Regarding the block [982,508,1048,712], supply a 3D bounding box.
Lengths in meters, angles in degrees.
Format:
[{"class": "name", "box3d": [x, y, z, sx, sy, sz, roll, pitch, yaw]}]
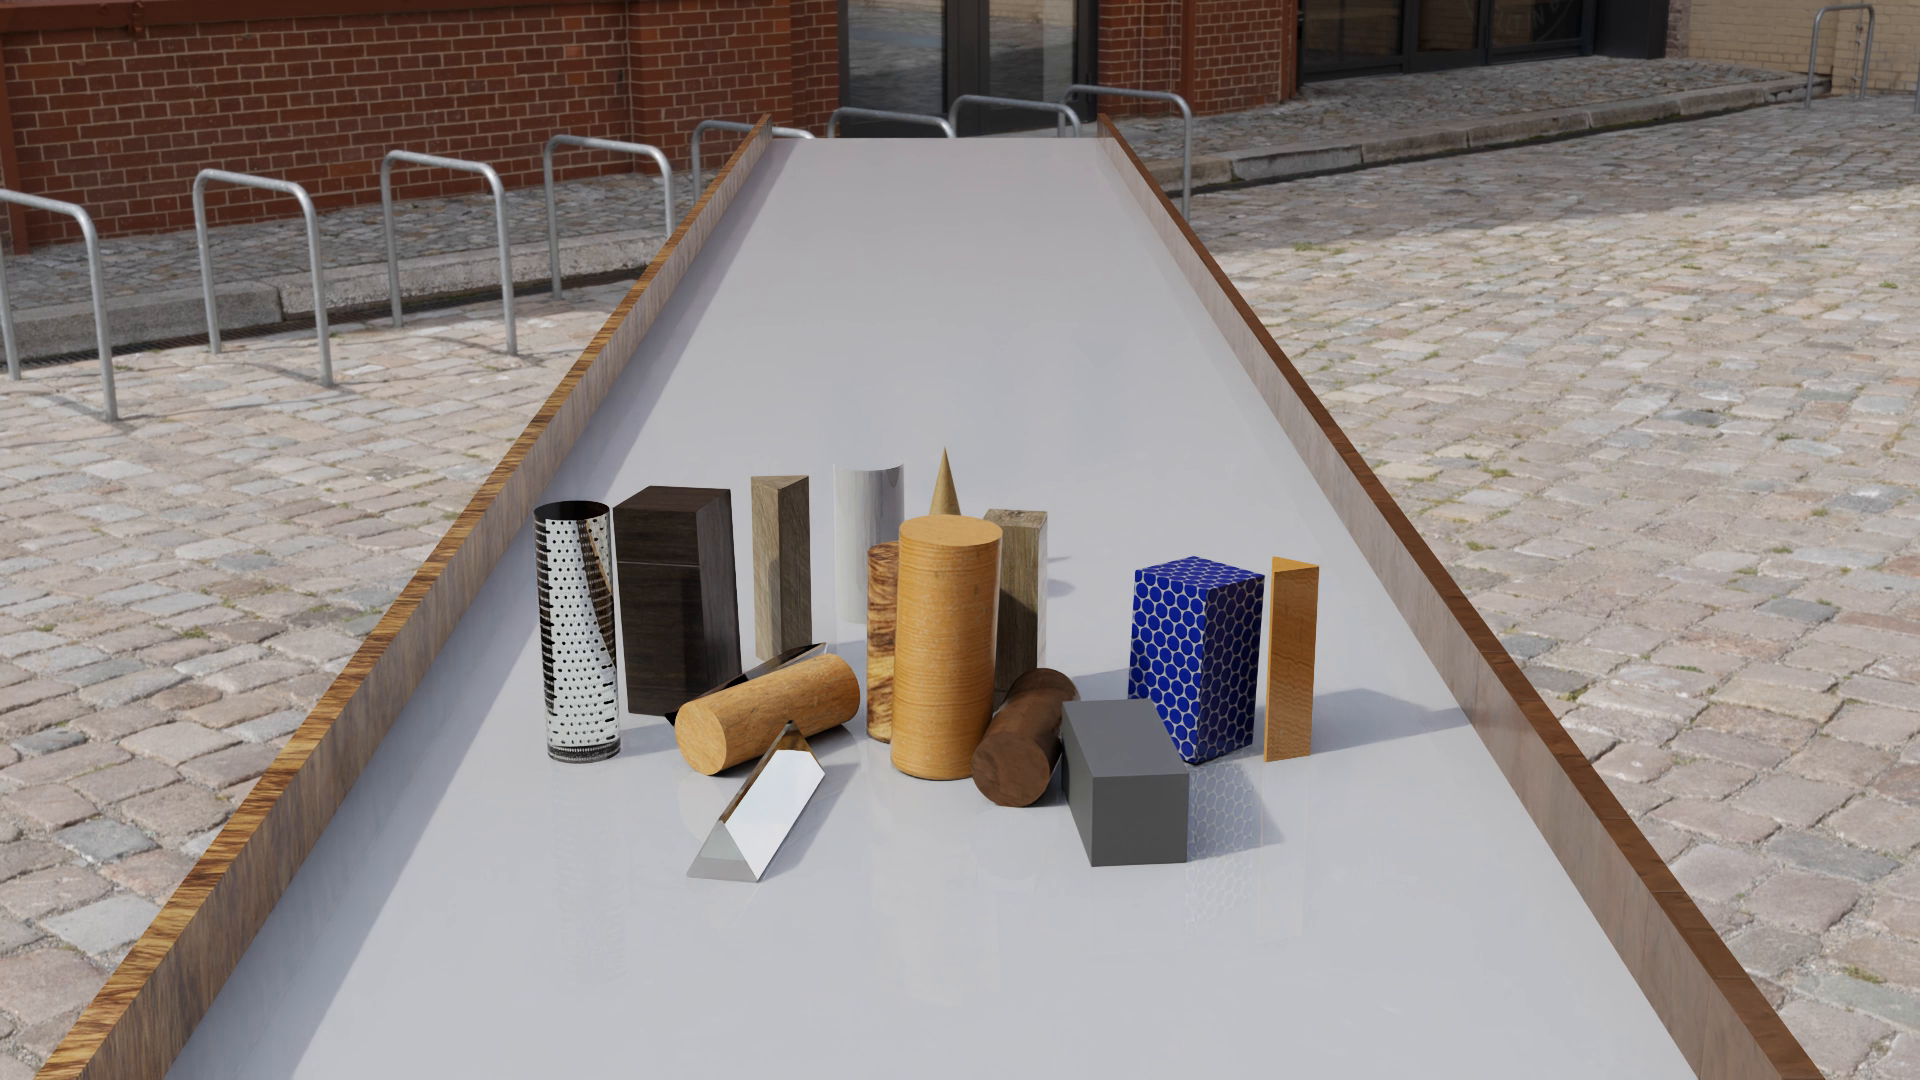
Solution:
[{"class": "block", "box3d": [0.099, 0.135, 4.132, 0.111, 0.366, 0.111, 3, 17, 10]}]

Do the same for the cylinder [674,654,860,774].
[{"class": "cylinder", "box3d": [-0.342, 0.310, 3.952, 0.133, 0.133, 0.333, 14, 22, 39]}]

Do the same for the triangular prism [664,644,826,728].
[{"class": "triangular prism", "box3d": [-0.381, 0.273, 4.101, 0.089, 0.077, 0.405, 48, 32, 10]}]

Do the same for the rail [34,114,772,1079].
[{"class": "rail", "box3d": [-1.118, -0.838, 7.780, 0.050, 0.150, 12.000, 0, 17, -1]}]

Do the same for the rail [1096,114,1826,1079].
[{"class": "rail", "box3d": [0.932, -0.844, 7.801, 0.050, 0.150, 12.000, 0, 17, -1]}]

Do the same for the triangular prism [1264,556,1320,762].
[{"class": "triangular prism", "box3d": [0.569, 0.209, 3.903, 0.093, 0.354, 0.080, -6, 18, -21]}]

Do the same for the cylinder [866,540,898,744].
[{"class": "cylinder", "box3d": [-0.095, 0.186, 3.997, 0.149, 0.341, 0.149, 1, 17, 0]}]

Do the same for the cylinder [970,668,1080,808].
[{"class": "cylinder", "box3d": [0.119, 0.341, 3.843, 0.136, 0.136, 0.323, 4, 17, 12]}]

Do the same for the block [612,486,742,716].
[{"class": "block", "box3d": [-0.527, 0.115, 4.131, 0.165, 0.399, 0.165, 3, 17, 16]}]

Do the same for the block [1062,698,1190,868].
[{"class": "block", "box3d": [0.268, 0.395, 3.629, 0.153, 0.153, 0.335, -2, 17, -5]}]

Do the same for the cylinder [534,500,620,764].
[{"class": "cylinder", "box3d": [-0.676, 0.163, 3.893, 0.131, 0.448, 0.131, 0, 17, 0]}]

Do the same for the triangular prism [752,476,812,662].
[{"class": "triangular prism", "box3d": [-0.340, 0.060, 4.368, 0.097, 0.375, 0.112, -11, 20, -32]}]

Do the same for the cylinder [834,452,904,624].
[{"class": "cylinder", "box3d": [-0.191, -0.004, 4.653, 0.148, 0.334, 0.148, 0, 17, 0]}]

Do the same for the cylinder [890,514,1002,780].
[{"class": "cylinder", "box3d": [-0.025, 0.186, 3.836, 0.178, 0.427, 0.178, 3, 18, -1]}]

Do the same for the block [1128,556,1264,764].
[{"class": "block", "box3d": [0.421, 0.211, 3.945, 0.163, 0.317, 0.163, -12, 20, -43]}]

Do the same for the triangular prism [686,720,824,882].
[{"class": "triangular prism", "box3d": [-0.332, 0.421, 3.628, 0.115, 0.099, 0.435, 3, 17, 10]}]

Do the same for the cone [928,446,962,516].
[{"class": "cone", "box3d": [-0.034, -0.065, 4.918, 0.138, 0.301, 0.138, 0, 17, 0]}]
